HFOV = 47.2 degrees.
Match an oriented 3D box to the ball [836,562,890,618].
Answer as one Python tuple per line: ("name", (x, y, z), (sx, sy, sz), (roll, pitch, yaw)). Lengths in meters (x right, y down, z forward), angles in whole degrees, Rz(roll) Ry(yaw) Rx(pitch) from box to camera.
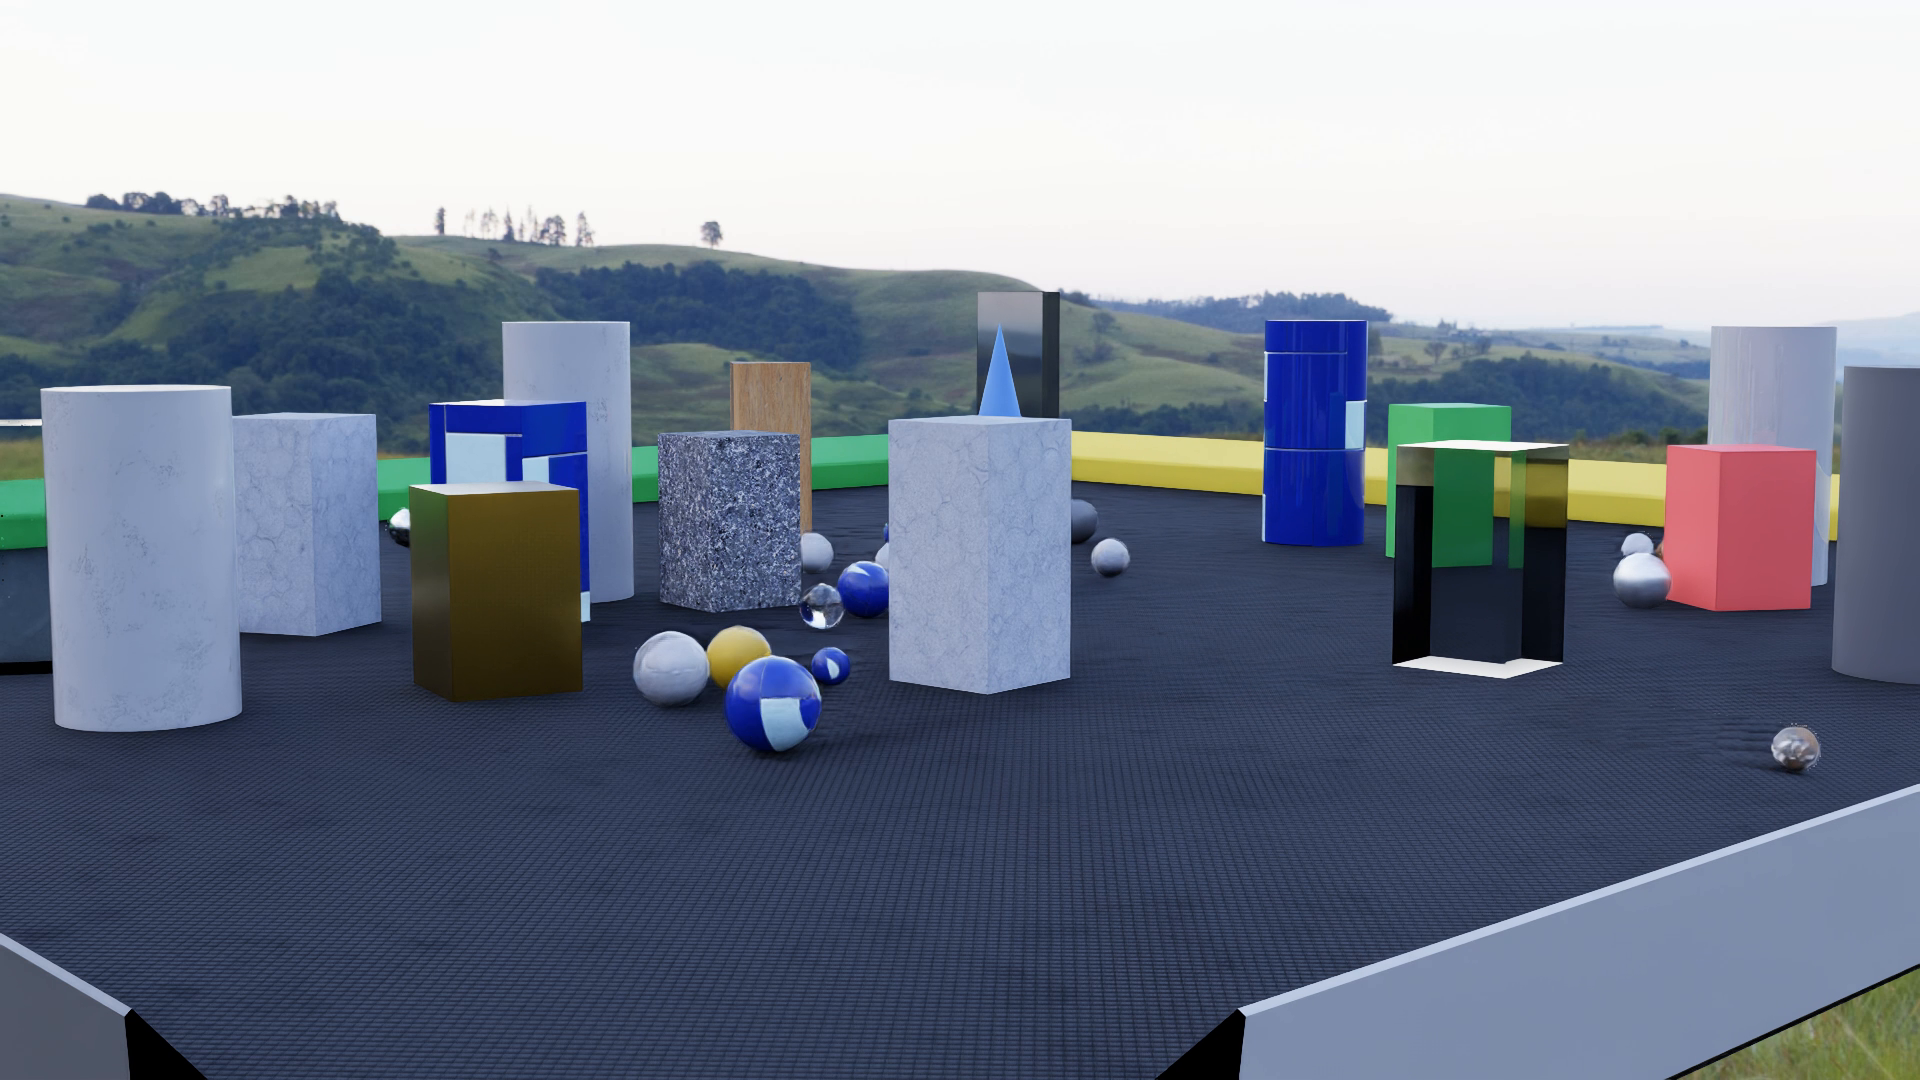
("ball", (-0.138, 0.072, 3.180), (0.082, 0.082, 0.082), (0, 6, 0))

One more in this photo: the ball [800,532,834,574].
("ball", (-0.249, 0.023, 3.704), (0.070, 0.070, 0.070), (0, 6, 0))

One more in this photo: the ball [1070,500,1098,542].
("ball", (0.224, -0.036, 4.202), (0.083, 0.083, 0.083), (0, 6, 0))

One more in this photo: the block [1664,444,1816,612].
("block", (1.178, -0.022, 3.331), (0.155, 0.236, 0.155), (-1, 6, -11))

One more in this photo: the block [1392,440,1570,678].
("block", (0.652, 0.019, 2.755), (0.155, 0.276, 0.155), (5, 8, 41))

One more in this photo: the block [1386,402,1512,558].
("block", (0.869, -0.103, 3.921), (0.155, 0.275, 0.155), (-2, 6, -18))

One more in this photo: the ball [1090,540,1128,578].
("ball", (0.250, 0.031, 3.665), (0.063, 0.063, 0.063), (0, 6, 0))

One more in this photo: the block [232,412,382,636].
("block", (-0.928, -0.026, 3.088), (0.155, 0.296, 0.155), (2, 6, 19))

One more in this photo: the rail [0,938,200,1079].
("rail", (-1.353, 0.163, 2.090), (0.045, 0.126, 3.614), (-5, 8, -42))

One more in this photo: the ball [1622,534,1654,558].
("ball", (1.191, 0.015, 3.865), (0.053, 0.053, 0.053), (0, 6, 0))

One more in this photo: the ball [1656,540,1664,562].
("ball", (1.246, 0.020, 3.867), (0.042, 0.042, 0.042), (0, 6, 0))

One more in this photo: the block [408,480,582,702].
("block", (-0.548, 0.056, 2.590), (0.155, 0.237, 0.155), (-3, 7, -30))

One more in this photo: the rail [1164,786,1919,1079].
("rail", (1.209, 0.170, 2.029), (3.730, 0.126, 0.045), (-5, 8, -42))

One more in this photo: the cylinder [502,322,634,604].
("cylinder", (-0.606, -0.124, 3.406), (0.194, 0.425, 0.194), (0, 6, 0))

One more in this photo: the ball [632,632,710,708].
("ball", (-0.324, 0.145, 2.468), (0.085, 0.085, 0.085), (0, 6, 0))

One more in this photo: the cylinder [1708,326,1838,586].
("cylinder", (1.329, -0.142, 3.613), (0.194, 0.417, 0.194), (0, 6, 0))

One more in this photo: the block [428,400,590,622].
("block", (-0.634, -0.037, 3.106), (0.155, 0.314, 0.155), (3, 7, 24))

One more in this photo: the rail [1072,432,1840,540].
("rail", (1.353, -0.097, 4.574), (0.045, 0.126, 3.614), (-5, 8, -42))

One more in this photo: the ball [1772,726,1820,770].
("ball", (0.809, 0.202, 2.129), (0.043, 0.043, 0.043), (0, 6, 0))

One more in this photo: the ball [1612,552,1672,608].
("ball", (1.017, 0.061, 3.281), (0.083, 0.083, 0.083), (0, 6, 0))

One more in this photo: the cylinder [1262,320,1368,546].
("cylinder", (0.680, -0.208, 4.215), (0.194, 0.423, 0.194), (0, 6, 0))

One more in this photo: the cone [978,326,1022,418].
("cone", (0.063, -0.133, 3.501), (0.194, 0.423, 0.194), (0, 6, 0))

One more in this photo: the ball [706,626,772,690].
("ball", (-0.258, 0.139, 2.568), (0.077, 0.077, 0.077), (0, 6, 0))

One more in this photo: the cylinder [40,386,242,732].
("cylinder", (-0.892, 0.014, 2.402), (0.194, 0.359, 0.194), (0, 6, 0))

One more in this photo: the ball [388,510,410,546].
("ball", (-1.038, -0.023, 4.135), (0.071, 0.071, 0.071), (0, 6, 0))

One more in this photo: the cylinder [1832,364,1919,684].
("cylinder", (1.178, -0.024, 2.689), (0.194, 0.375, 0.194), (0, 6, 0))

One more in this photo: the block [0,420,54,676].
("block", (-1.195, 0.006, 2.740), (0.155, 0.305, 0.155), (-2, 6, -14))

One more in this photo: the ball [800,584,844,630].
("ball", (-0.193, 0.093, 3.072), (0.063, 0.063, 0.063), (0, 6, 0))

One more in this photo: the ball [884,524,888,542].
("ball", (-0.119, -0.013, 4.135), (0.052, 0.052, 0.052), (0, 6, 0))

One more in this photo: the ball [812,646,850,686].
("ball", (-0.153, 0.150, 2.607), (0.046, 0.046, 0.046), (0, 6, 0))

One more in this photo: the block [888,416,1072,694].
("block", (0.024, 0.012, 2.644), (0.155, 0.313, 0.155), (5, 8, 40))

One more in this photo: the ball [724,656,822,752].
("ball", (-0.188, 0.165, 2.216), (0.097, 0.097, 0.097), (0, 6, 0))

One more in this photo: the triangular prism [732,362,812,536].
("triangular prism", (-0.392, -0.165, 4.178), (0.168, 0.345, 0.146), (-5, 8, -38))

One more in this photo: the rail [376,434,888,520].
("rail", (-1.209, -0.104, 4.635), (3.730, 0.126, 0.045), (-5, 8, -42))

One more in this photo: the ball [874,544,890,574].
("ball", (-0.103, 0.037, 3.571), (0.070, 0.070, 0.070), (0, 6, 0))

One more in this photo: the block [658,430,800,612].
("block", (-0.350, -0.032, 3.332), (0.155, 0.257, 0.155), (-5, 7, -37))

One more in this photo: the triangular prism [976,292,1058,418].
("triangular prism", (0.144, -0.239, 4.249), (0.168, 0.478, 0.146), (5, 8, 40))
